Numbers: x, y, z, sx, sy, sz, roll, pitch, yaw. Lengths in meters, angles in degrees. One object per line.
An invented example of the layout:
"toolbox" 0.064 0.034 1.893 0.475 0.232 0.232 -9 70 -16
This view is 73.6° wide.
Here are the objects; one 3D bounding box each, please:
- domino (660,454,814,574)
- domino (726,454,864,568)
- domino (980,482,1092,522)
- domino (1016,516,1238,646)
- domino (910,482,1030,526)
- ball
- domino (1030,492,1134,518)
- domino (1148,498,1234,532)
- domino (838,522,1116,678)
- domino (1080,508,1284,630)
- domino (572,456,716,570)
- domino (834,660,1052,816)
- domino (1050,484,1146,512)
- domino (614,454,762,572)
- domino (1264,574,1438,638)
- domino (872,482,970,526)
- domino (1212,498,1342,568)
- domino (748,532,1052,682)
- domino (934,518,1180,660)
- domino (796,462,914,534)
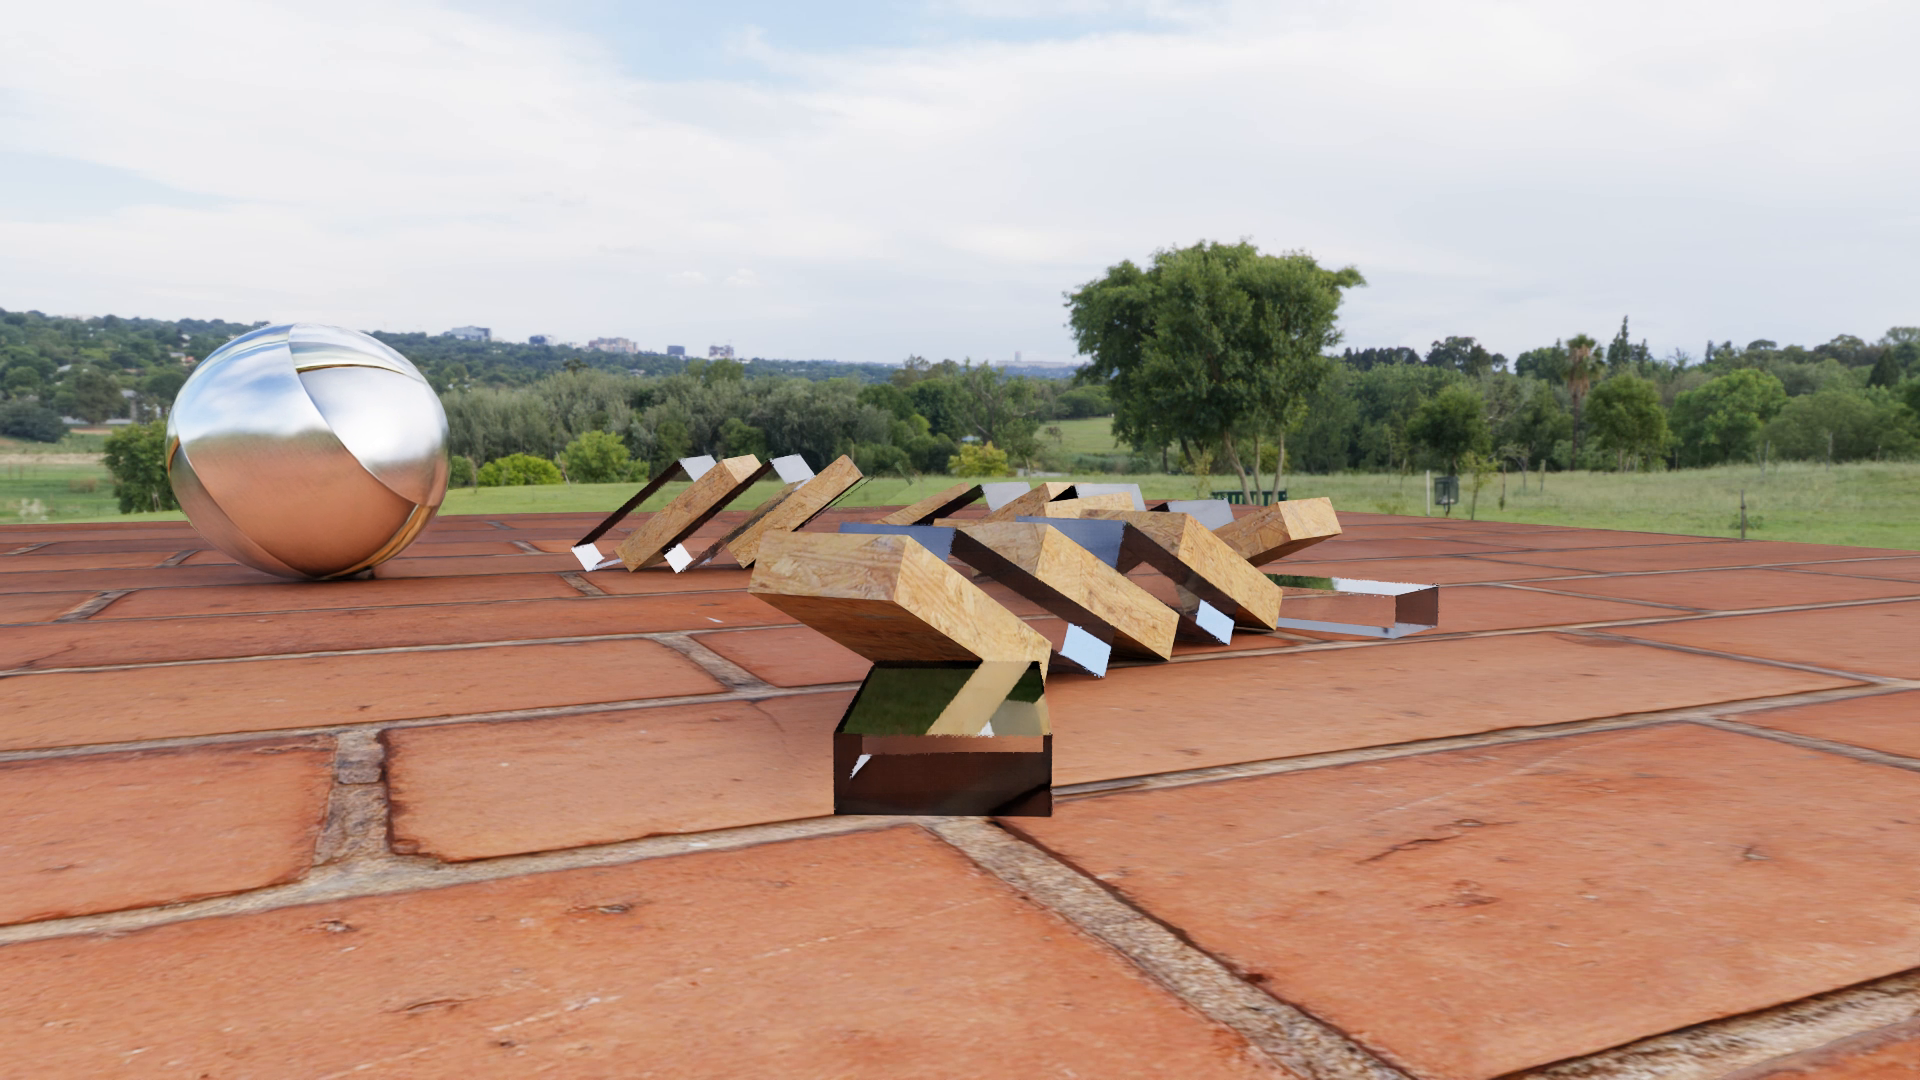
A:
"domino" -0.074 -0.009 0.427 0.050 0.009 0.025 -37 -3 18
"domino" -0.056 -0.010 0.442 0.050 0.009 0.025 -38 3 0
"domino" 0.017 -0.003 0.405 0.050 0.010 0.025 -29 -17 36
"domino" 0.034 0.009 0.262 0.025 0.010 0.050 3 -18 39
"domino" -0.002 -0.004 0.419 0.050 0.009 0.025 -29 -15 37
"ball" -0.201 -0.027 0.400 0.080 0.080 0.080 0 4 0
"domino" 0.027 0.001 0.354 0.025 0.010 0.050 -8 -15 -20
"domino" 0.045 0.003 0.339 0.025 0.009 0.050 -4 -17 -43
"domino" 0.003 0.011 0.224 0.025 0.009 0.050 3 -19 40
"domino" 0.048 0.007 0.280 0.025 0.009 0.050 4 -18 38
"domino" -0.105 -0.009 0.434 0.050 0.009 0.025 -37 -3 15
"domino" -0.001 0.025 0.171 0.025 0.009 0.050 0 4 2
"domino" 0.030 -0.002 0.385 0.025 0.009 0.050 -2 -22 -37
"domino" -0.090 -0.009 0.430 0.050 0.010 0.025 -37 -3 16
"domino" 0.084 0.015 0.306 0.050 0.010 0.025 4 6 41
"domino" -0.020 -0.005 0.444 0.050 0.009 0.025 -24 1 8
"domino" 0.067 0.003 0.322 0.025 0.009 0.050 -6 -16 -47
"domino" -0.008 0.012 0.201 0.025 0.009 0.050 2 -20 30
"domino" 0.018 0.010 0.243 0.025 0.009 0.050 3 -18 39
"domino" -0.040 -0.009 0.448 0.050 0.009 0.025 -34 3 3
